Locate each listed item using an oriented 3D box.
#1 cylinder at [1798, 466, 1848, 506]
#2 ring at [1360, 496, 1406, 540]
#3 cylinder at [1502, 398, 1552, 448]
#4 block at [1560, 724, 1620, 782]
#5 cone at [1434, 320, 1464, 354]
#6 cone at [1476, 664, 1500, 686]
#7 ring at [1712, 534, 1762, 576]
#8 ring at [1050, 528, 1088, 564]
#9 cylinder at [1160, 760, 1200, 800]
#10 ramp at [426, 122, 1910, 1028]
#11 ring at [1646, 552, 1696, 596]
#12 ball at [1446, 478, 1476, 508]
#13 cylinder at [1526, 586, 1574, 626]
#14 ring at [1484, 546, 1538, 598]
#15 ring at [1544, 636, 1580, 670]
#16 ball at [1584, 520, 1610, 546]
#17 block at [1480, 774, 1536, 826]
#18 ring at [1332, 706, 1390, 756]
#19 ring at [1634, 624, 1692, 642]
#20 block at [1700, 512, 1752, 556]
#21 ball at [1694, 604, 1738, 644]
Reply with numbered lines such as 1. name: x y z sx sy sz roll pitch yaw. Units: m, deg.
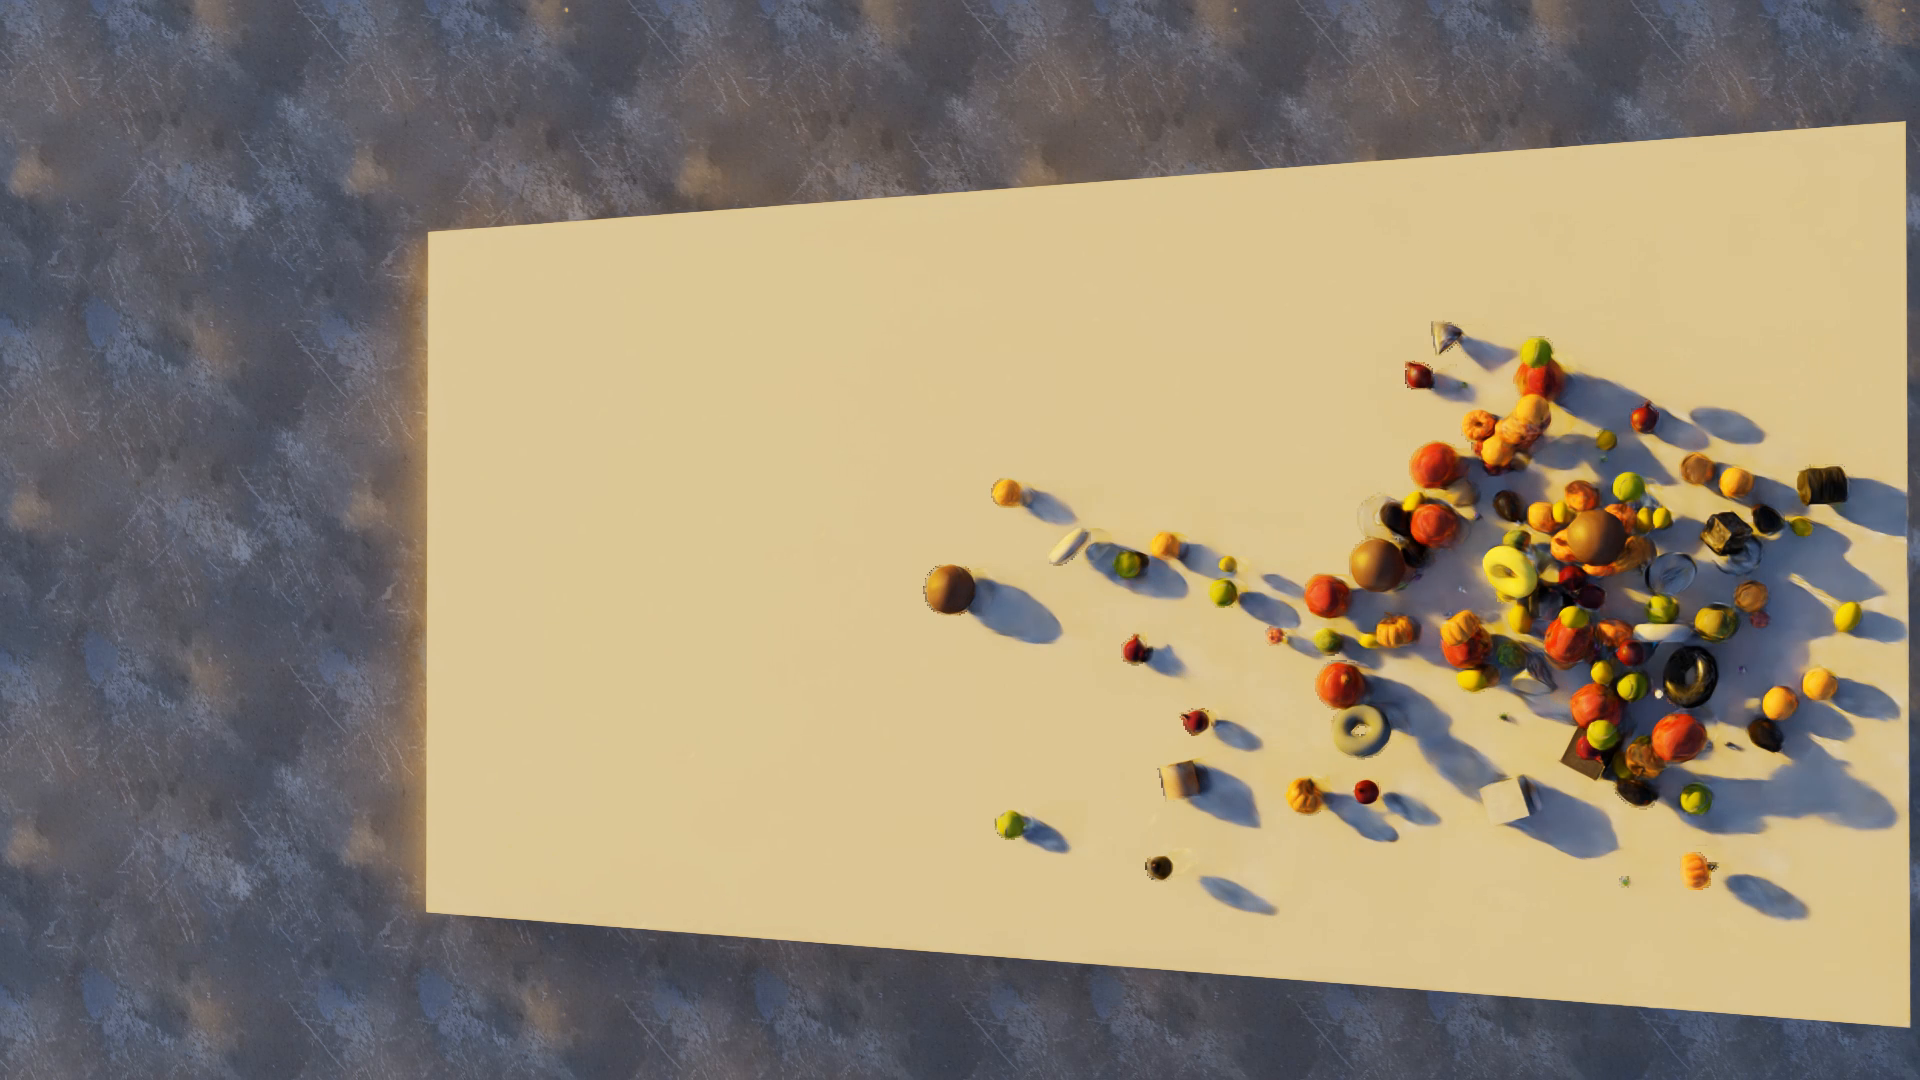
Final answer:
1. cylinder: 1.913 -0.120 4.879 0.080 0.080 0.080 -6 89 3
2. ring: 1.018 -0.053 5.299 0.112 0.037 0.112 -1 78 6
3. cylinder: 1.313 -0.269 5.098 0.085 0.085 0.085 6 62 -11
4. block: 1.456 0.490 5.079 0.093 0.093 0.093 28 100 22
5. cone: 1.148 -0.470 5.227 0.076 0.076 0.076 29 72 0
6. cone: 1.239 0.328 5.191 0.056 0.056 0.056 7 106 27
7. ring: 1.760 0.027 4.980 0.108 0.036 0.108 -3 82 21
8. ring: 0.277 0.015 5.575 0.118 0.118 0.039 -41 94 0
9. cylinder: 0.549 0.598 5.482 0.084 0.084 0.084 -12 83 0
10. ramp: 0.283 0.084 5.707 4.000 0.100 2.000 0 89 24
11. ring: 1.620 0.077 5.012 0.117 0.039 0.117 -4 128 -5
12. ball: 1.188 -0.112 5.217 0.070 0.070 0.070 0 89 0
13. cylinder: 1.373 0.153 5.112 0.077 0.077 0.077 15 89 -30
14. ring: 1.267 0.073 5.061 0.046 0.138 0.138 -41 89 -27
15. ring: 1.408 0.264 5.139 0.081 0.027 0.081 -1 88 23
16. ball: 1.476 -0.017 5.095 0.059 0.059 0.059 0 89 0
17. block: 1.284 0.610 5.154 0.092 0.092 0.092 -20 81 22
18. ring: 0.955 0.454 5.230 0.139 0.046 0.139 -10 50 12
19. ring: 1.589 0.209 4.976 0.124 0.124 0.041 1 88 0
20. block: 1.712 -0.014 4.917 0.068 0.068 0.068 -7 132 -28
21. ball: 1.709 0.189 4.972 0.091 0.091 0.091 0 89 0
